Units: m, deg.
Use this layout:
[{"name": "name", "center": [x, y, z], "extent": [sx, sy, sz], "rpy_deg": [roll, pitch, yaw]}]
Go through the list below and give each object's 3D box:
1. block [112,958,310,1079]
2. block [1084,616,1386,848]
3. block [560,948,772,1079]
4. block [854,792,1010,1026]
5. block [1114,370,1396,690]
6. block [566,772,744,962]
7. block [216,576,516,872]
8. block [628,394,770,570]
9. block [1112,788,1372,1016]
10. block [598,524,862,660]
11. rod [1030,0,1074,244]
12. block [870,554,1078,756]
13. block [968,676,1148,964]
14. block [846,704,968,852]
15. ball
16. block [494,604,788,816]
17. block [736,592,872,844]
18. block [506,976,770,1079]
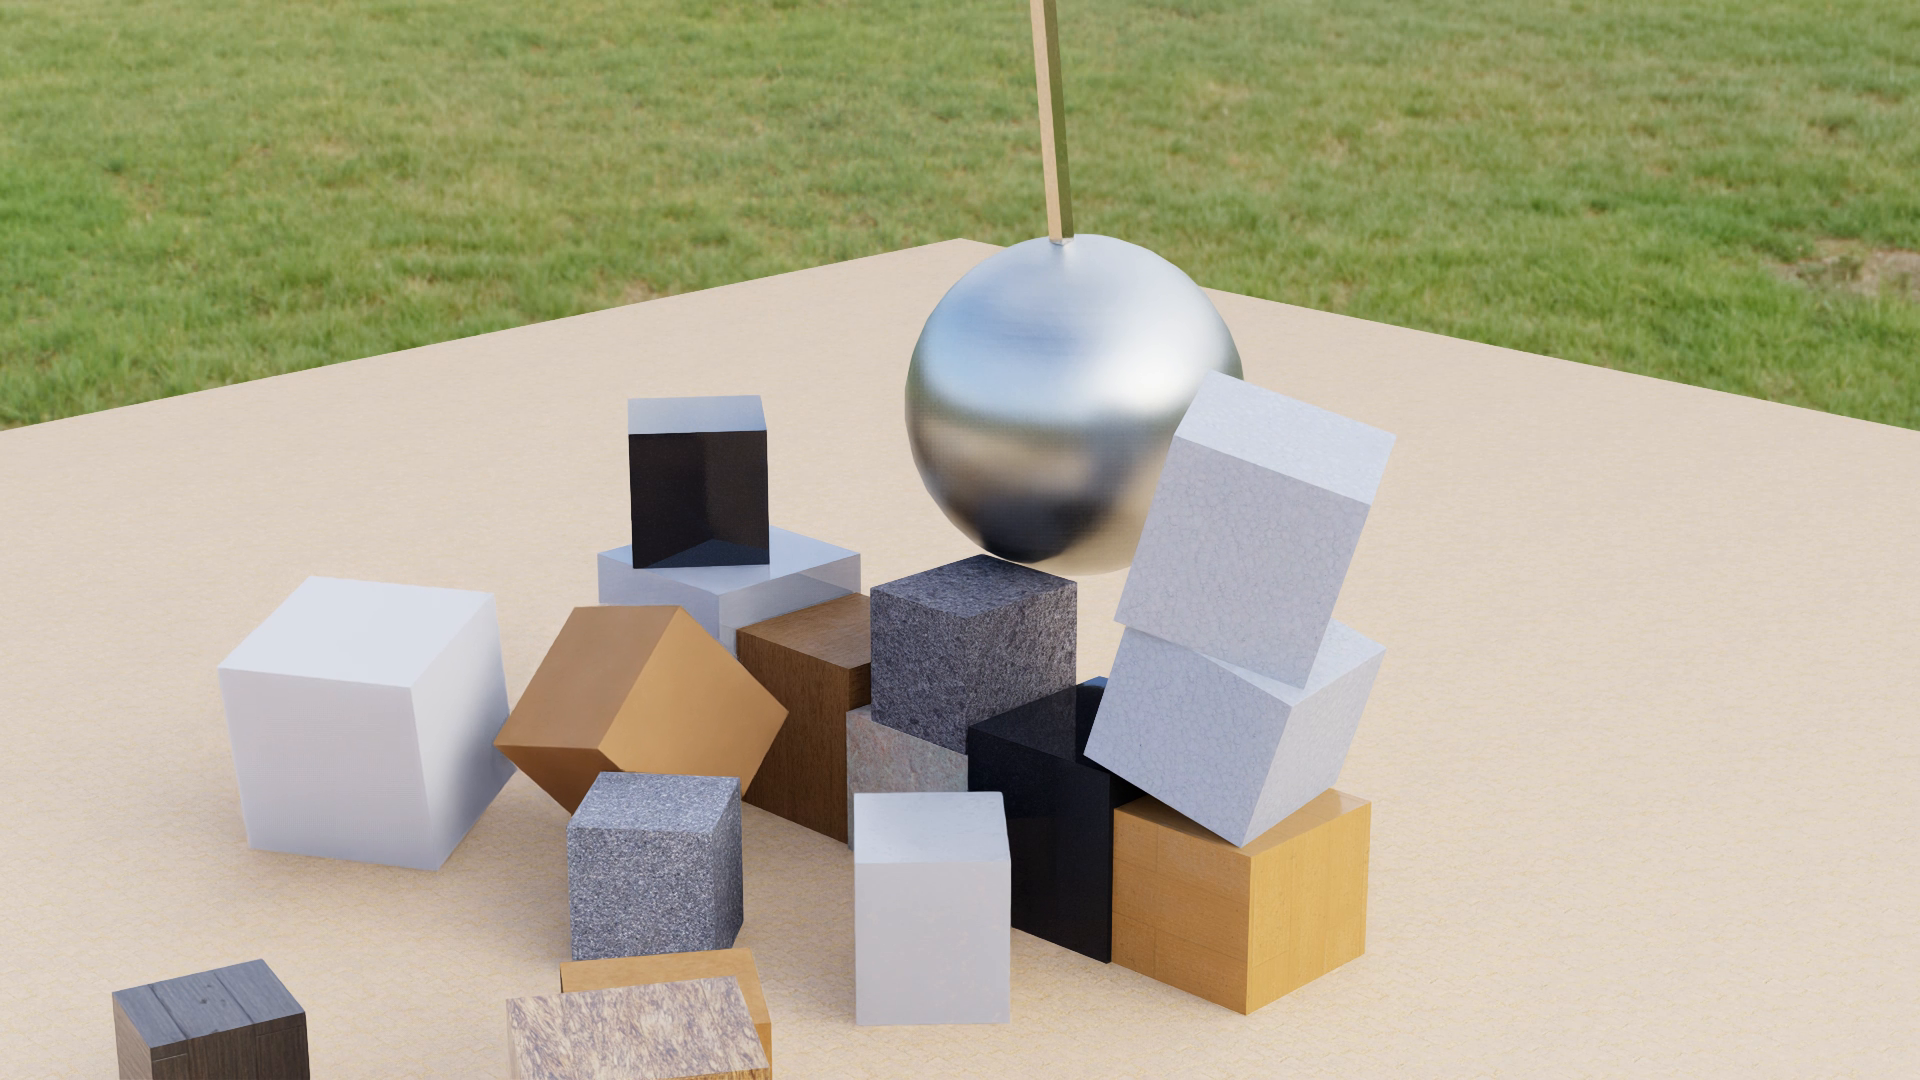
[{"name": "block", "center": [-2.838, 1.991, 11.140], "extent": [0.586, 0.521, 0.531], "rpy_deg": [-10, 20, -29]}, {"name": "block", "center": [1.157, 0.677, 12.318], "extent": [0.797, 0.696, 0.846], "rpy_deg": [30, 30, 25]}, {"name": "block", "center": [-1.106, 1.979, 11.017], "extent": [0.729, 0.618, 0.648], "rpy_deg": [-3, 18, -10]}, {"name": "block", "center": [-0.123, 1.532, 12.263], "extent": [0.630, 0.724, 0.735], "rpy_deg": [-1, 17, -2]}, {"name": "block", "center": [1.213, -0.053, 12.004], "extent": [0.817, 0.864, 0.772], "rpy_deg": [20, 27, 7]}, {"name": "block", "center": [-1.302, 1.442, 12.620], "extent": [0.621, 0.682, 0.619], "rpy_deg": [2, 18, 6]}, {"name": "block", "center": [-2.766, 0.849, 13.795], "extent": [0.961, 0.972, 0.921], "rpy_deg": [5, 27, 15]}, {"name": "block", "center": [-1.303, -0.296, 14.567], "extent": [0.668, 0.682, 0.679], "rpy_deg": [-2, 18, -6]}, {"name": "block", "center": [1.198, 1.460, 12.516], "extent": [0.735, 0.709, 0.820], "rpy_deg": [16, 24, 41]}, {"name": "block", "center": [-1.147, 0.578, 14.713], "extent": [0.924, 1.074, 0.926], "rpy_deg": [17, 24, 42]}, {"name": "rod", "center": [0.233, -3.756, 12.406], "extent": [0.080, 5.200, 0.080], "rpy_deg": [17, 31, 42]}, {"name": "block", "center": [0.064, 0.509, 13.368], "extent": [0.607, 0.641, 0.721], "rpy_deg": [17, 24, 42]}, {"name": "block", "center": [0.634, 1.220, 13.004], "extent": [0.812, 0.875, 0.885], "rpy_deg": [16, 23, 41]}, {"name": "block", "center": [0.062, 1.124, 13.625], "extent": [0.817, 0.686, 0.842], "rpy_deg": [-17, 24, -42]}, {"name": "ball", "center": [0.538, -0.630, 13.708], "extent": [1.600, 1.600, 1.600], "rpy_deg": [0, 17, 0]}, {"name": "block", "center": [-1.457, 0.864, 13.463], "extent": [0.757, 0.823, 0.786], "rpy_deg": [-2, 51, 44]}, {"name": "block", "center": [-0.512, 0.849, 14.173], "extent": [0.790, 0.882, 0.791], "rpy_deg": [-17, 24, -42]}, {"name": "block", "center": [-1.120, 2.104, 10.217], "extent": [0.819, 0.859, 0.720], "rpy_deg": [-4, 18, -13]}]
